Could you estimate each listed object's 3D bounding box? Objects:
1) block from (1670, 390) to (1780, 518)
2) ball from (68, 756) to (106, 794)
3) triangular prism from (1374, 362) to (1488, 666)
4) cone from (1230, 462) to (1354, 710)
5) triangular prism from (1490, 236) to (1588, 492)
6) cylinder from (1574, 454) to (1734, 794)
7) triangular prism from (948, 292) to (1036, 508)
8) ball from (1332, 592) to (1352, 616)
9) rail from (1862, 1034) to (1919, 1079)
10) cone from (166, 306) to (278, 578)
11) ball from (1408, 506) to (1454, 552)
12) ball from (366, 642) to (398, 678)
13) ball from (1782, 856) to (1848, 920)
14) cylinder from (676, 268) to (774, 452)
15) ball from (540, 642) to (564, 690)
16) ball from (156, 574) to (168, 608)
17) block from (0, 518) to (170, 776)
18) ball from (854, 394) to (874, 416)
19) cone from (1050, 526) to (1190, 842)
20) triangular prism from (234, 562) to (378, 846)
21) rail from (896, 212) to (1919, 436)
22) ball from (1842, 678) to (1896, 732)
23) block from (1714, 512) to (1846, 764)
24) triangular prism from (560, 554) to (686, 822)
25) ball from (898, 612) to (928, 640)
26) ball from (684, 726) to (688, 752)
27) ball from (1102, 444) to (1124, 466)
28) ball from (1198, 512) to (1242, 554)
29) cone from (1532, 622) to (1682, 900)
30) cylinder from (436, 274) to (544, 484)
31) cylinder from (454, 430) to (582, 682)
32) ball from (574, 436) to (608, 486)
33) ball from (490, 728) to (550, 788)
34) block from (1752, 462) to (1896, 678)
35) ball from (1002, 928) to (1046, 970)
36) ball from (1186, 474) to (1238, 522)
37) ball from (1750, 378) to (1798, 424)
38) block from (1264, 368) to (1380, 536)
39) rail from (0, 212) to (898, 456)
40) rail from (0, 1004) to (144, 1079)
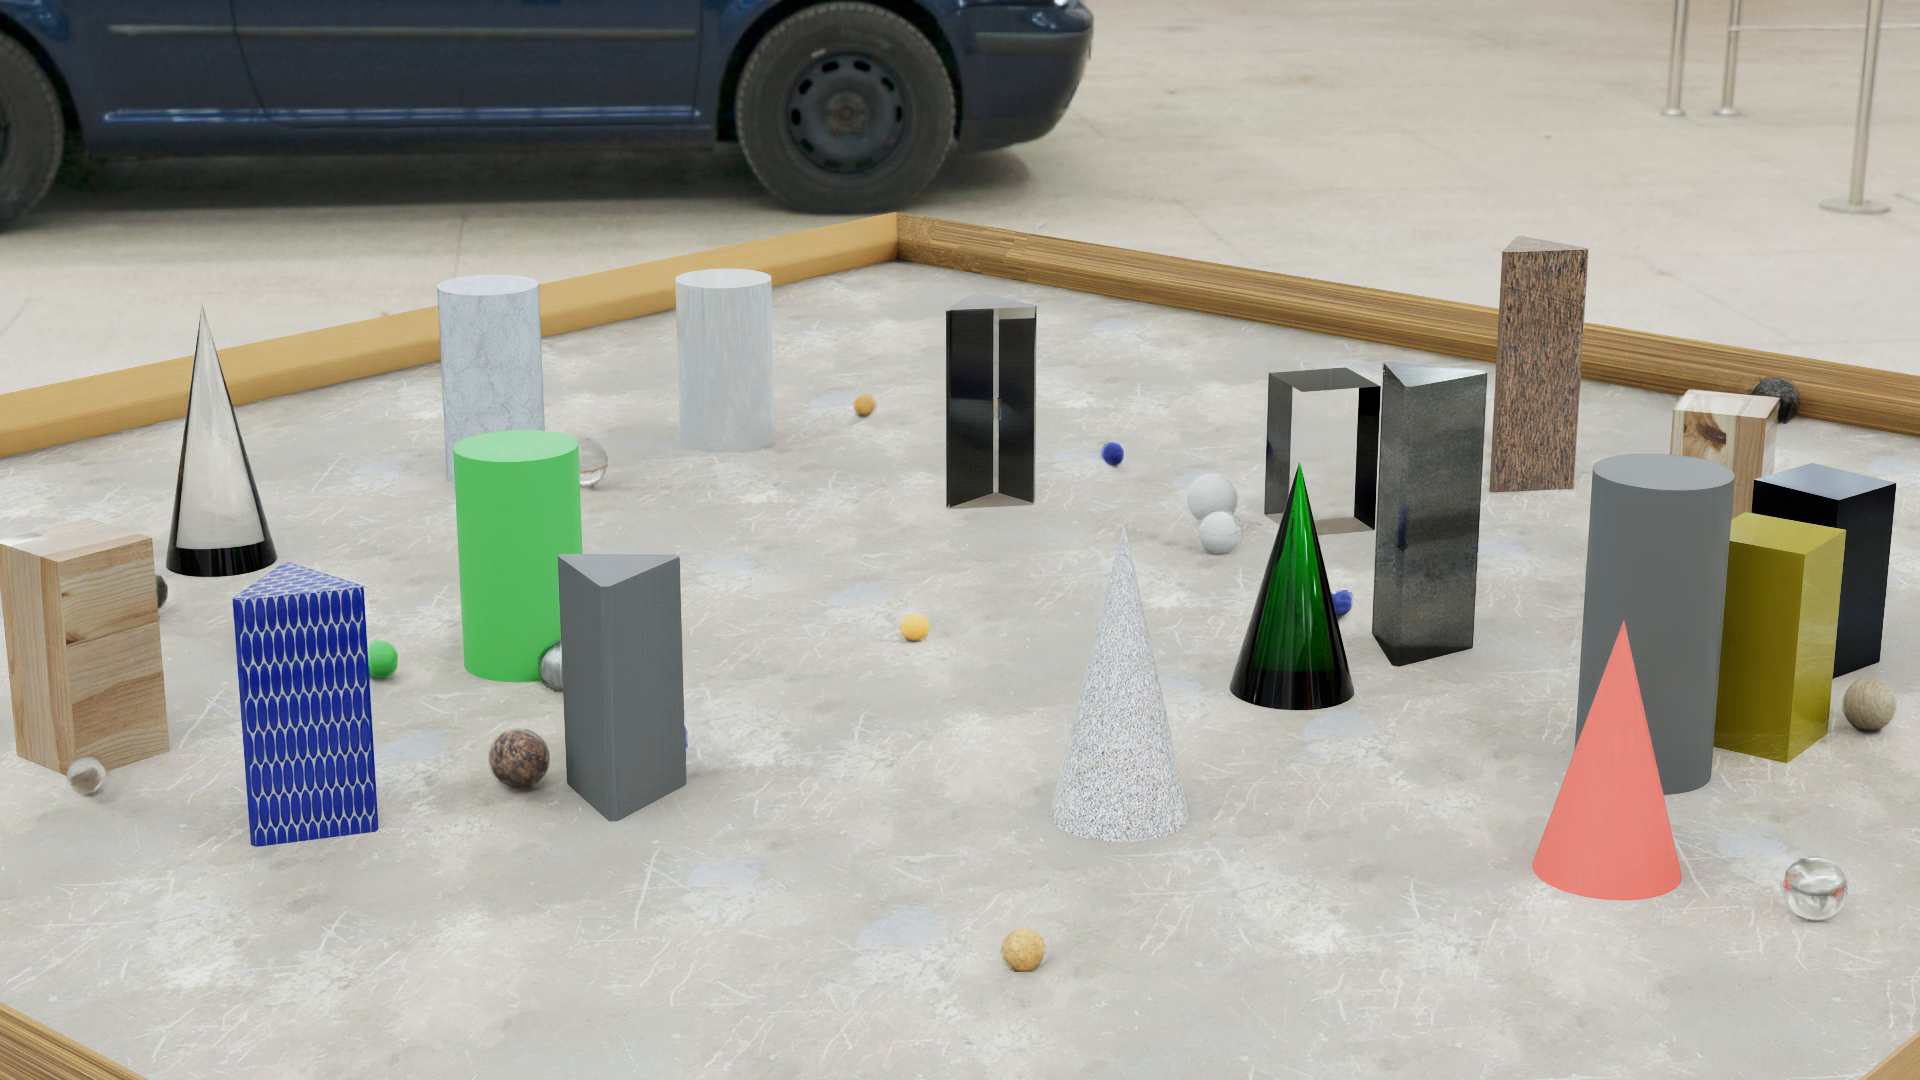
[{"bbox_3d":[1.345,-0.087,5.189,0.159,0.319,0.159,7,18,22],"label":"block"},{"bbox_3d":[-1.262,0.340,4.235,0.053,0.053,0.053,0,17,0],"label":"ball"},{"bbox_3d":[0.738,-0.050,4.808,0.172,0.468,0.149,-11,20,-32],"label":"triangular prism"},{"bbox_3d":[0.528,0.057,4.612,0.198,0.377,0.198,0,17,0],"label":"cone"},{"bbox_3d":[1.116,-0.349,5.780,0.172,0.480,0.149,-3,17,-9],"label":"triangular prism"},{"bbox_3d":[1.006,0.121,4.260,0.198,0.457,0.198,0,17,0],"label":"cylinder"},{"bbox_3d":[0.047,-0.273,5.682,0.172,0.392,0.149,-3,17,-10],"label":"triangular prism"},{"bbox_3d":[0.652,0.108,5.022,0.041,0.041,0.041,0,17,0],"label":"ball"},{"bbox_3d":[1.559,0.423,3.824,0.045,0.129,4.281,14,22,39],"label":"rail"},{"bbox_3d":[-1.342,-0.191,5.259,0.198,0.479,0.198,0,17,0],"label":"cone"},{"bbox_3d":[0.864,-0.021,5.378,0.084,0.084,0.084,0,17,0],"label":"ball"},{"bbox_3d":[-0.932,0.193,4.710,0.060,0.060,0.060,0,17,0],"label":"ball"},{"bbox_3d":[1.111,0.452,3.810,0.083,0.083,0.083,0,17,0],"label":"ball"},{"bbox_3d":[-0.488,-0.375,6.098,0.198,0.345,0.198,0,17,0],"label":"cylinder"},{"bbox_3d":[-0.628,0.200,4.655,0.078,0.078,0.078,0,17,0],"label":"ball"},{"bbox_3d":[-1.396,0.089,5.039,0.068,0.068,0.068,0,17,0],"label":"ball"},{"bbox_3d":[-1.298,0.160,4.344,0.159,0.335,0.159,14,21,38],"label":"block"},{"bbox_3d":[-0.207,-0.291,6.341,0.046,0.046,0.046,0,17,0],"label":"ball"},{"bbox_3d":[0.226,0.183,4.097,0.198,0.433,0.198,0,17,0],"label":"cone"},{"bbox_3d":[-0.920,0.223,4.093,0.172,0.358,0.149,-6,18,-18],"label":"triangular prism"},{"bbox_3d":[1.388,-0.429,6.650,4.177,0.129,0.045,14,22,39],"label":"rail"},{"bbox_3d":[1.389,0.252,4.479,0.080,0.080,0.080,0,17,0],"label":"ball"},{"bbox_3d":[1.213,0.144,4.412,0.159,0.324,0.159,12,21,35],"label":"block"},{"bbox_3d":[-0.508,0.199,4.192,0.149,0.348,0.172,10,19,30],"label":"triangular prism"},{"bbox_3d":[-0.078,0.145,4.892,0.047,0.047,0.047,0,17,0],"label":"ball"},{"bbox_3d":[-0.447,0.293,4.318,0.094,0.094,0.094,0,17,0],"label":"ball"},{"bbox_3d":[0.311,-0.173,5.950,0.046,0.046,0.046,0,17,0],"label":"ball"},{"bbox_3d":[0.475,-0.014,5.365,0.078,0.078,0.078,0,17,0],"label":"ball"},{"bbox_3d":[0.875,0.276,3.917,0.198,0.358,0.198,0,17,0],"label":"cone"},{"bbox_3d":[-0.930,-0.317,5.831,0.198,0.389,0.198,0,17,0],"label":"cylinder"},{"bbox_3d":[-0.710,0.024,4.739,0.198,0.366,0.198,0,17,0],"label":"cylinder"},{"bbox_3d":[-0.746,-0.155,5.797,0.098,0.098,0.098,0,17,0],"label":"ball"},{"bbox_3d":[-0.638,0.317,4.251,0.087,0.087,0.087,0,17,0],"label":"ball"},{"bbox_3d":[1.391,0.051,4.758,0.159,0.304,0.159,-13,21,-38],"label":"block"},{"bbox_3d":[0.080,0.511,3.664,0.054,0.054,0.054,0,17,0],"label":"ball"},{"bbox_3d":[0.476,-0.077,5.539,0.097,0.097,0.097,0,17,0],"label":"ball"},{"bbox_3d":[1.740,-0.298,6.272,0.099,0.099,0.099,0,17,0],"label":"ball"},{"bbox_3d":[0.681,-0.167,5.524,0.159,0.279,0.159,-5,17,-16],"label":"block"},{"bbox_3d":[-1.559,-0.358,6.416,0.045,0.129,4.281,14,22,39],"label":"rail"},{"bbox_3d":[-1.388,0.493,3.589,4.177,0.129,0.045,14,22,39],"label":"rail"}]
